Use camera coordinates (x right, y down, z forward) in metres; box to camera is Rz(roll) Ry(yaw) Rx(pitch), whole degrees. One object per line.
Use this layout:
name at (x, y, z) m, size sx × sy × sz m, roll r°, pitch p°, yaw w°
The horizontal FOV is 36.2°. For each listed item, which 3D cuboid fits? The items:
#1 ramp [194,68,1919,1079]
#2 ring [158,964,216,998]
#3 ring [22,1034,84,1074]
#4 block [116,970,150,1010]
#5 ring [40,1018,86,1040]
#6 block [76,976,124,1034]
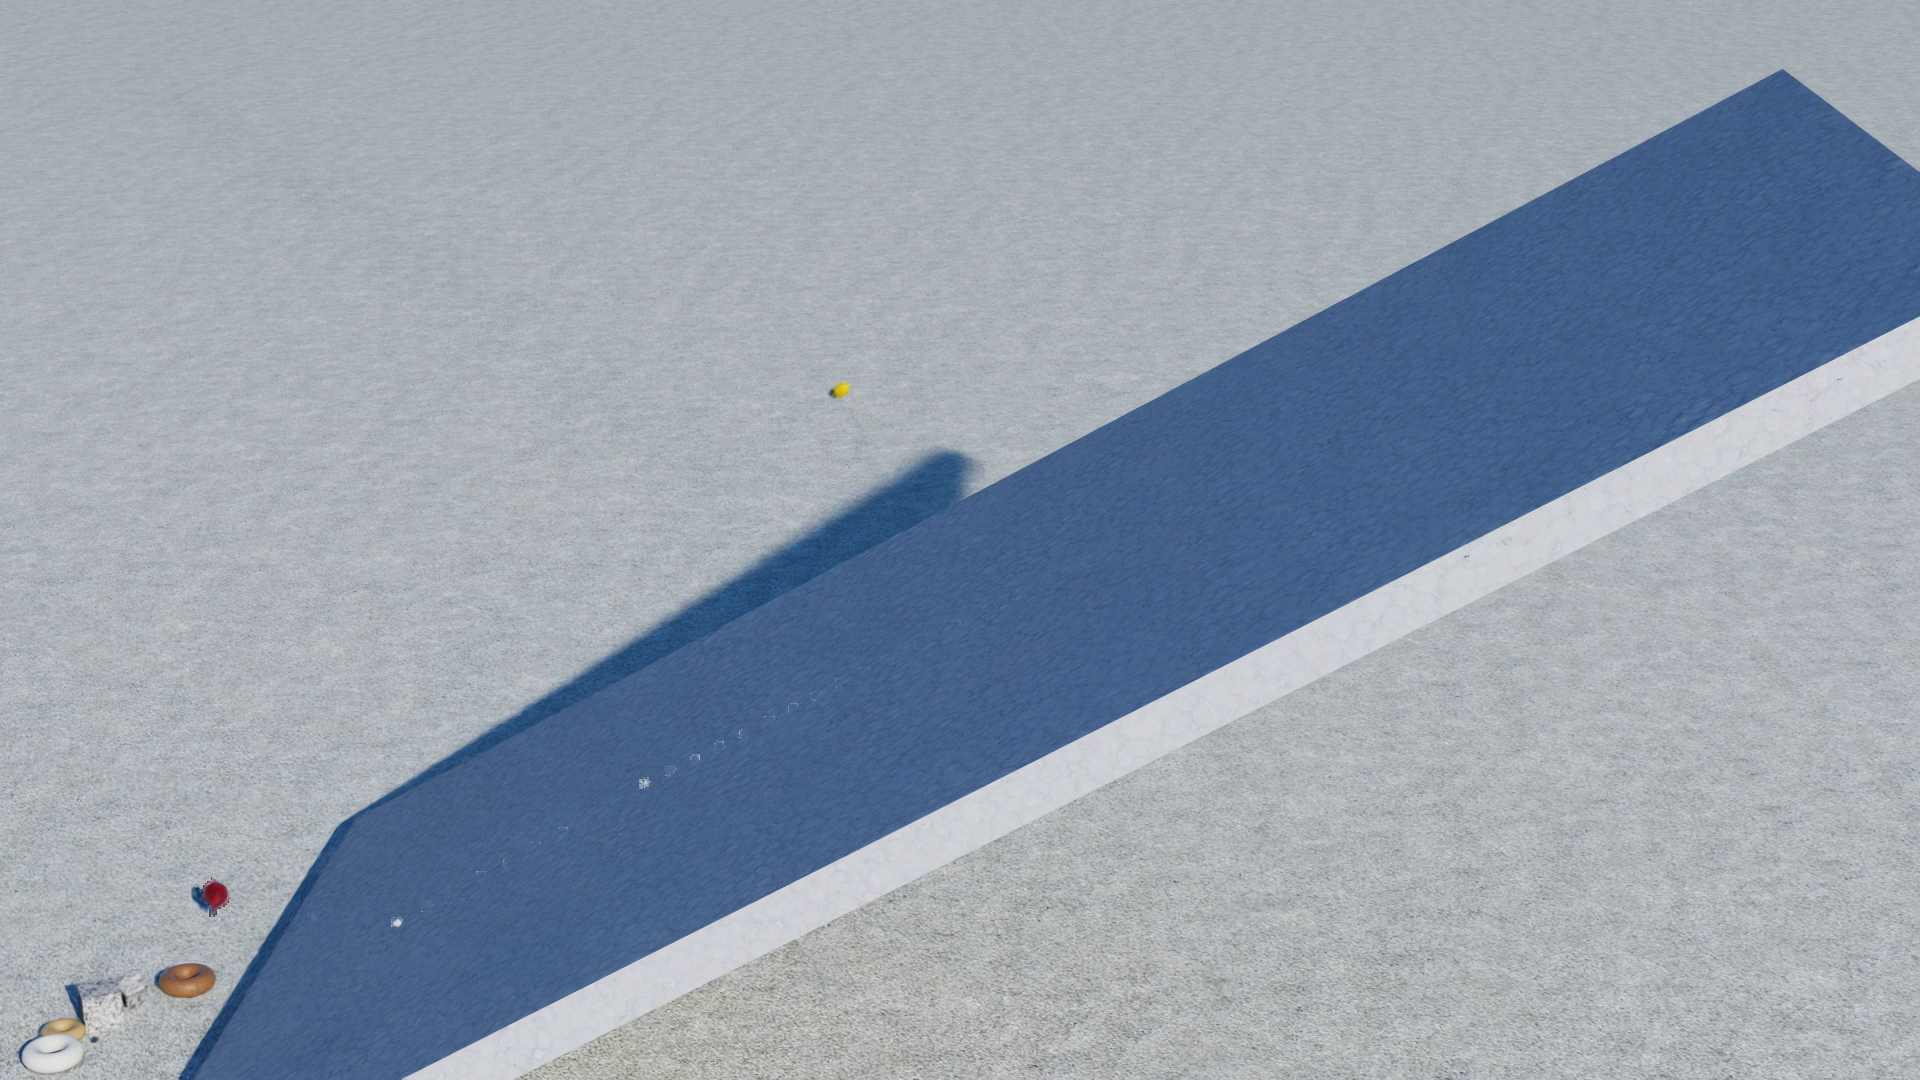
ramp at (0.142, 0.167, 6.283) m, size 4.000 × 0.100 × 2.000 m, roll -28°, pitch 15°, yaw 11°
ring at (-1.809, 1.031, 6.886) m, size 0.131 × 0.044 × 0.131 m, roll 0°, pitch 17°, yaw 0°
ring at (-2.018, 1.143, 6.544) m, size 0.134 × 0.045 × 0.134 m, roll 1°, pitch 19°, yaw 0°
block at (-1.909, 1.041, 6.787) m, size 0.054 × 0.054 × 0.054 m, roll -25°, pitch 53°, yaw -27°
ring at (-2.029, 1.113, 6.652) m, size 0.099 × 0.033 × 0.099 m, roll 1°, pitch 18°, yaw 0°
block at (-1.963, 1.063, 6.718) m, size 0.087 × 0.087 × 0.087 m, roll -8°, pitch 20°, yaw -23°
